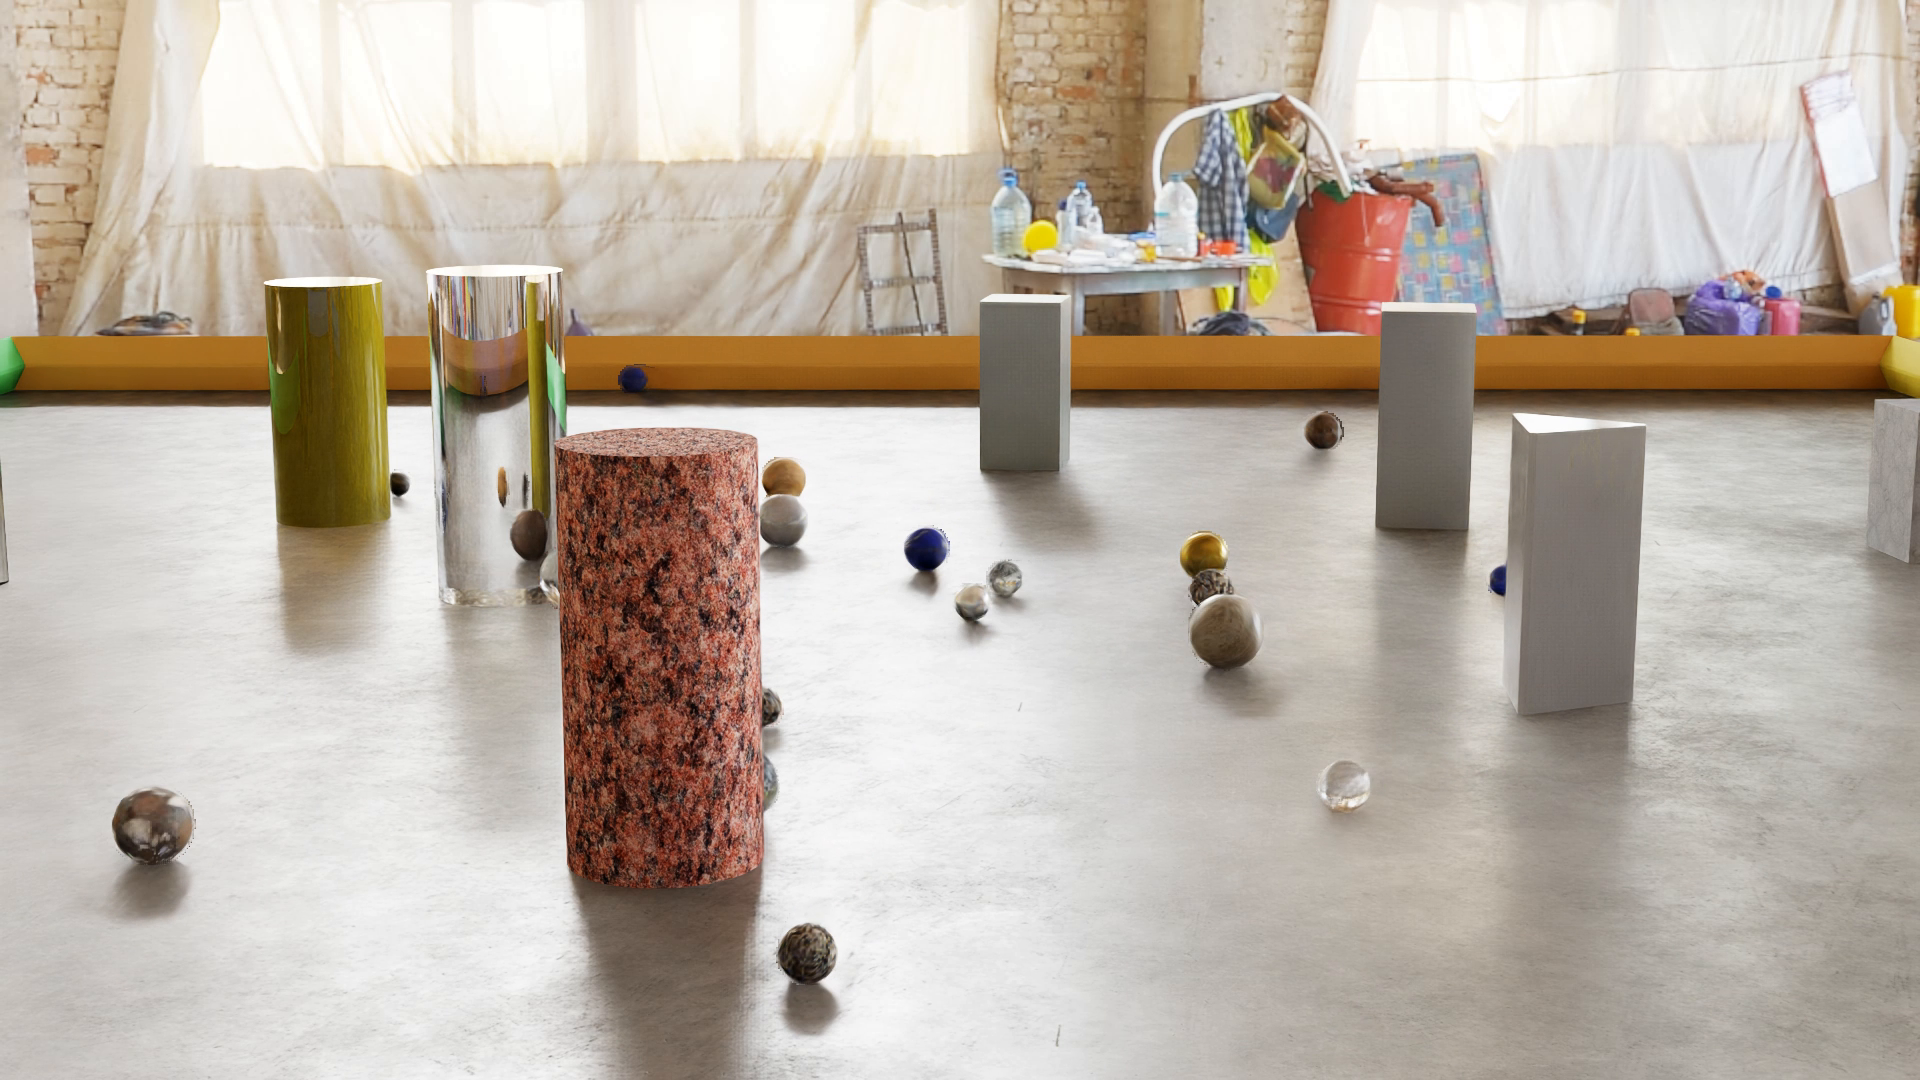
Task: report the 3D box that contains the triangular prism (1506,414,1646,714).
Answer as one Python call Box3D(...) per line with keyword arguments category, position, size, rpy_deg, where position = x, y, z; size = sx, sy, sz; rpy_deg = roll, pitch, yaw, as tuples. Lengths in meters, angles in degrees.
Box3D(category="triangular prism", position=(0.675, 0.022, 2.953), size=(0.157, 0.320, 0.136), rpy_deg=(-5, 12, -24))

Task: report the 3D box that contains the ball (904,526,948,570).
Box3D(category="ball", position=(-0.049, 0.013, 3.696), size=(0.064, 0.064, 0.064), rpy_deg=(0, 11, 0))

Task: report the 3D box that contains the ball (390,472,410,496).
Box3D(category="ball", position=(-0.948, -0.095, 4.331), size=(0.042, 0.042, 0.042), rpy_deg=(0, 11, 0))

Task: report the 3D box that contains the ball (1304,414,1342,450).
Box3D(category="ball", position=(0.685, -0.205, 4.844), size=(0.069, 0.069, 0.069), rpy_deg=(0, 11, 0))

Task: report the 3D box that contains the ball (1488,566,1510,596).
Box3D(category="ball", position=(0.748, 0.056, 3.525), size=(0.043, 0.043, 0.043), rpy_deg=(0, 11, 0))

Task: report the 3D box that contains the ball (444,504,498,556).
Box3D(category="ball", position=(-0.726, -0.014, 3.800), size=(0.079, 0.079, 0.079), rpy_deg=(0, 11, 0))

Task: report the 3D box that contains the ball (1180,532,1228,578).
Box3D(category="ball", position=(0.344, 0.024, 3.624), size=(0.068, 0.068, 0.068), rpy_deg=(0, 11, 0))

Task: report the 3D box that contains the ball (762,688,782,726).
Box3D(category="ball", position=(-0.218, 0.184, 2.837), size=(0.043, 0.043, 0.043), rpy_deg=(0, 11, 0))

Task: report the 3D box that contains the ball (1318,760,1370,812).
Box3D(category="ball", position=(0.377, 0.241, 2.513), size=(0.051, 0.051, 0.051), rpy_deg=(0, 11, 0))

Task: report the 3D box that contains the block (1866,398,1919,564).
Box3D(category="block", position=(1.455, -0.090, 3.814), size=(0.145, 0.223, 0.145), rpy_deg=(-1, 11, -5))

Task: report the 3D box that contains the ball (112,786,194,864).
Box3D(category="ball", position=(-0.740, 0.261, 2.352), size=(0.071, 0.071, 0.071), rpy_deg=(0, 11, 0))

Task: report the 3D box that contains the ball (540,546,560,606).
Box3D(category="ball", position=(-0.517, 0.049, 3.432), size=(0.091, 0.091, 0.091), rpy_deg=(0, 11, 0))

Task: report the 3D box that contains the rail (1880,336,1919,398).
Box3D(category="rail", position=(2.075, 0.028, 3.462), size=(0.045, 0.118, 4.627), rpy_deg=(0, 11, 0))

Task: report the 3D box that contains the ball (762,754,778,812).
Box3D(category="ball", position=(-0.213, 0.236, 2.479), size=(0.074, 0.074, 0.074), rpy_deg=(0, 11, 0))

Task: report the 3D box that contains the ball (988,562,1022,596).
Box3D(category="ball", position=(0.062, 0.053, 3.525), size=(0.048, 0.048, 0.048), rpy_deg=(0, 11, 0))

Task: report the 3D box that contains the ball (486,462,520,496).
Box3D(category="ball", position=(-0.765, -0.101, 4.290), size=(0.057, 0.057, 0.057), rpy_deg=(0, 11, 0))

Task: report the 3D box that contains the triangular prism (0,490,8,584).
Box3D(category="triangular prism", position=(-1.384, -0.104, 3.539), size=(0.157, 0.350, 0.136), rpy_deg=(7, 13, 33))

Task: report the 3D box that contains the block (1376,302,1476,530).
Box3D(category="block", position=(0.738, -0.199, 4.072), size=(0.145, 0.341, 0.145), rpy_deg=(2, 11, 9))

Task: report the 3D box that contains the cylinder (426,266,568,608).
Box3D(category="cylinder", position=(-0.628, -0.145, 3.503), size=(0.182, 0.445, 0.182), rpy_deg=(0, 11, 0))

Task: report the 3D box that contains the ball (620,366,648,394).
Box3D(category="ball", position=(-0.720, -0.354, 5.664), size=(0.059, 0.059, 0.059), rpy_deg=(0, 11, 0))

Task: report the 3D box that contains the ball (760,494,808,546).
Box3D(category="ball", position=(-0.269, -0.030, 3.878), size=(0.080, 0.080, 0.080), rpy_deg=(0, 11, 0))

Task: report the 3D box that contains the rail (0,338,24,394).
Box3D(category="rail", position=(-2.075, 0.033, 3.438), size=(0.045, 0.118, 4.627), rpy_deg=(0, 11, 0))

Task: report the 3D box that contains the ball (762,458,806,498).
Box3D(category="ball", position=(-0.293, -0.100, 4.272), size=(0.073, 0.073, 0.073), rpy_deg=(0, 11, 0))

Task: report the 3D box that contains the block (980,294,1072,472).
Box3D(category="block", position=(0.119, -0.287, 4.649), size=(0.145, 0.302, 0.145), rpy_deg=(2, 11, 10))

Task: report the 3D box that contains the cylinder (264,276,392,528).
Box3D(category="cylinder", position=(-1.007, -0.222, 4.095), size=(0.182, 0.379, 0.182), rpy_deg=(0, 11, 0))

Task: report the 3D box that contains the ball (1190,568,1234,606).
Box3D(category="ball", position=(0.336, 0.067, 3.427), size=(0.057, 0.057, 0.057), rpy_deg=(0, 11, 0))

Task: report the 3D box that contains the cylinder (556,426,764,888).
Box3D(category="cylinder", position=(-0.272, 0.102, 2.337), size=(0.182, 0.389, 0.182), rpy_deg=(0, 11, 0))

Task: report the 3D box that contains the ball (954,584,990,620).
Box3D(category="ball", position=(0.016, 0.082, 3.369), size=(0.049, 0.049, 0.049), rpy_deg=(0, 11, 0))

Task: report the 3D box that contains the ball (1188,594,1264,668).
Box3D(category="ball", position=(0.322, 0.110, 3.103), size=(0.091, 0.091, 0.091), rpy_deg=(0, 11, 0))

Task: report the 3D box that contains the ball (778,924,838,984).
Box3D(category="ball", position=(-0.121, 0.330, 2.048), size=(0.048, 0.048, 0.048), rpy_deg=(0, 11, 0))

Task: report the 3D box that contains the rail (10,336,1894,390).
Box3D(category="rail", position=(-0.013, -0.392, 5.701), size=(4.197, 0.118, 0.045), rpy_deg=(0, 11, 0))
